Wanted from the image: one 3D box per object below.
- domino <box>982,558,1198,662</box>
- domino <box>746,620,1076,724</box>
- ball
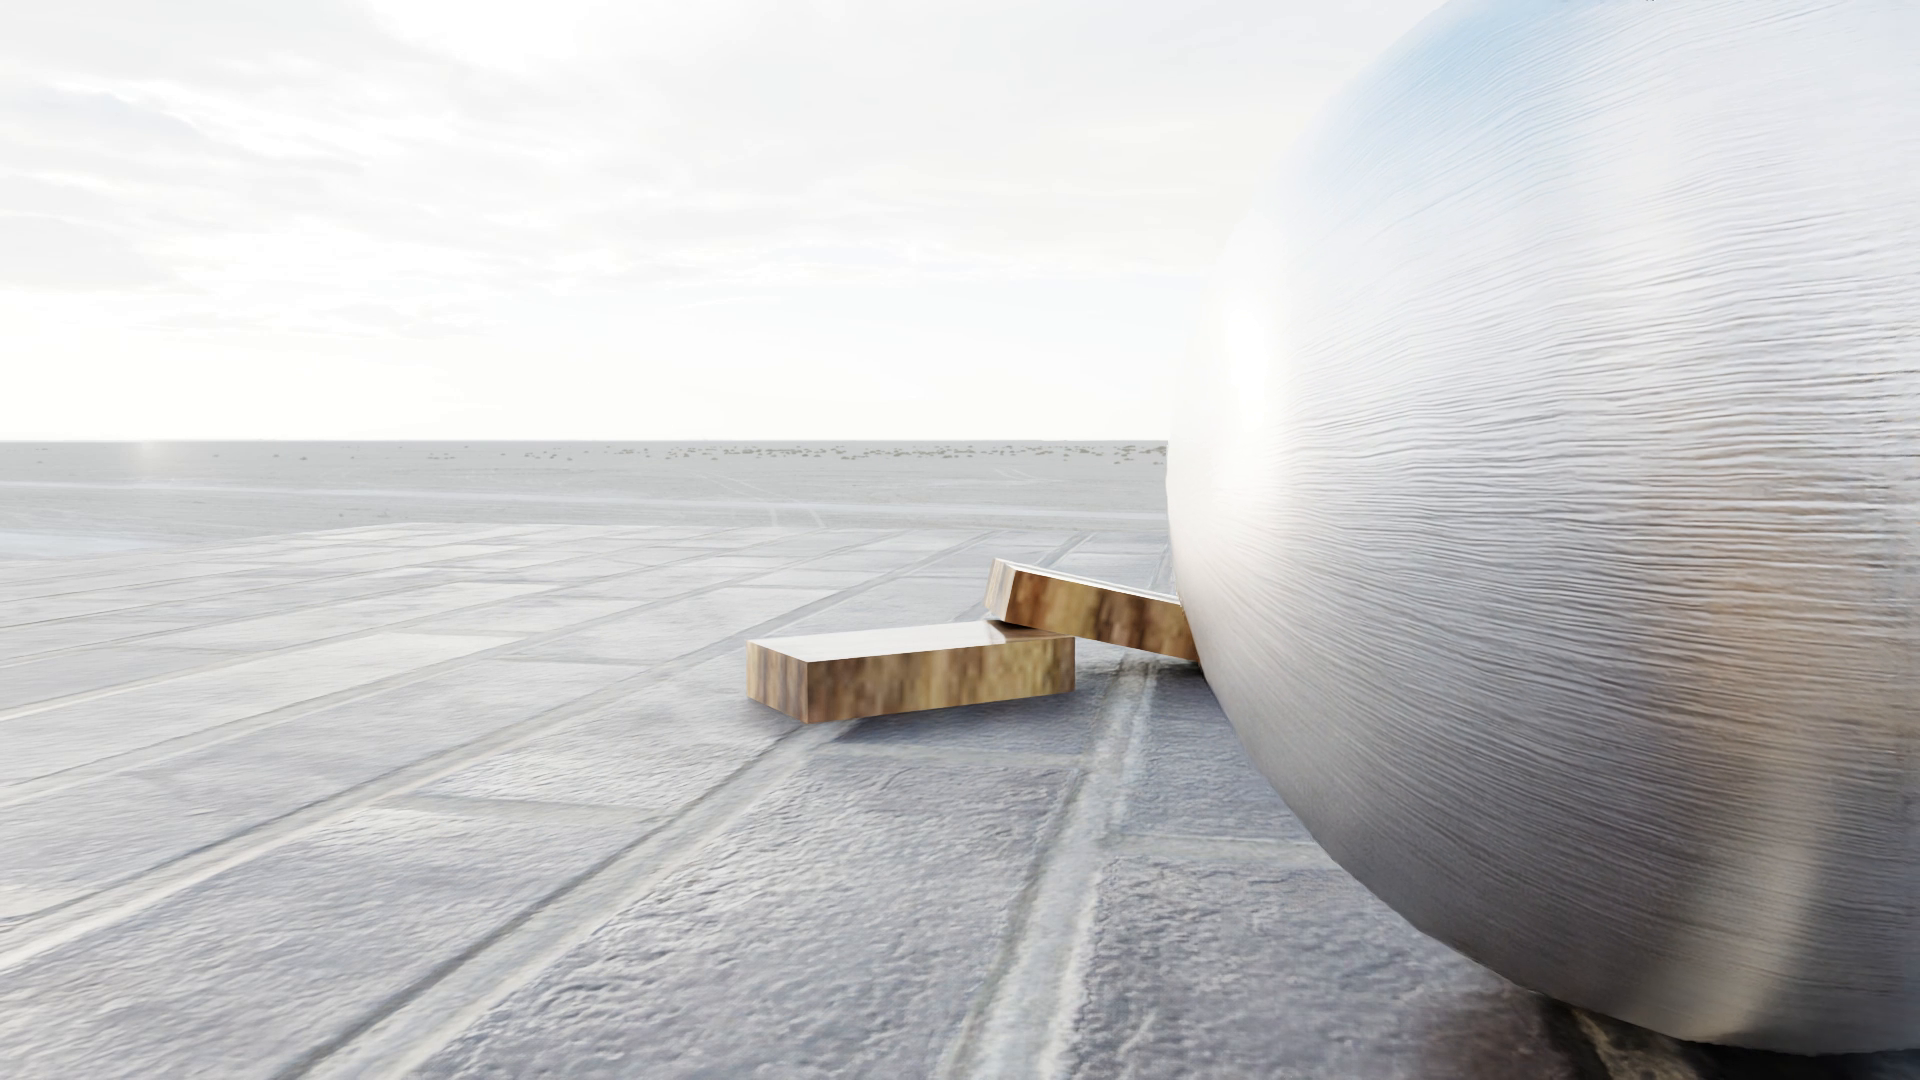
[{"bbox_3d":[0.031,0.014,0.244,0.050,0.010,0.025,12,2,-9],"label":"domino"},{"bbox_3d":[-0.008,0.021,0.218,0.050,0.010,0.025,-3,5,-31],"label":"domino"},{"bbox_3d":[0.056,-0.005,0.095,0.080,0.080,0.080,0,4,0],"label":"ball"}]
